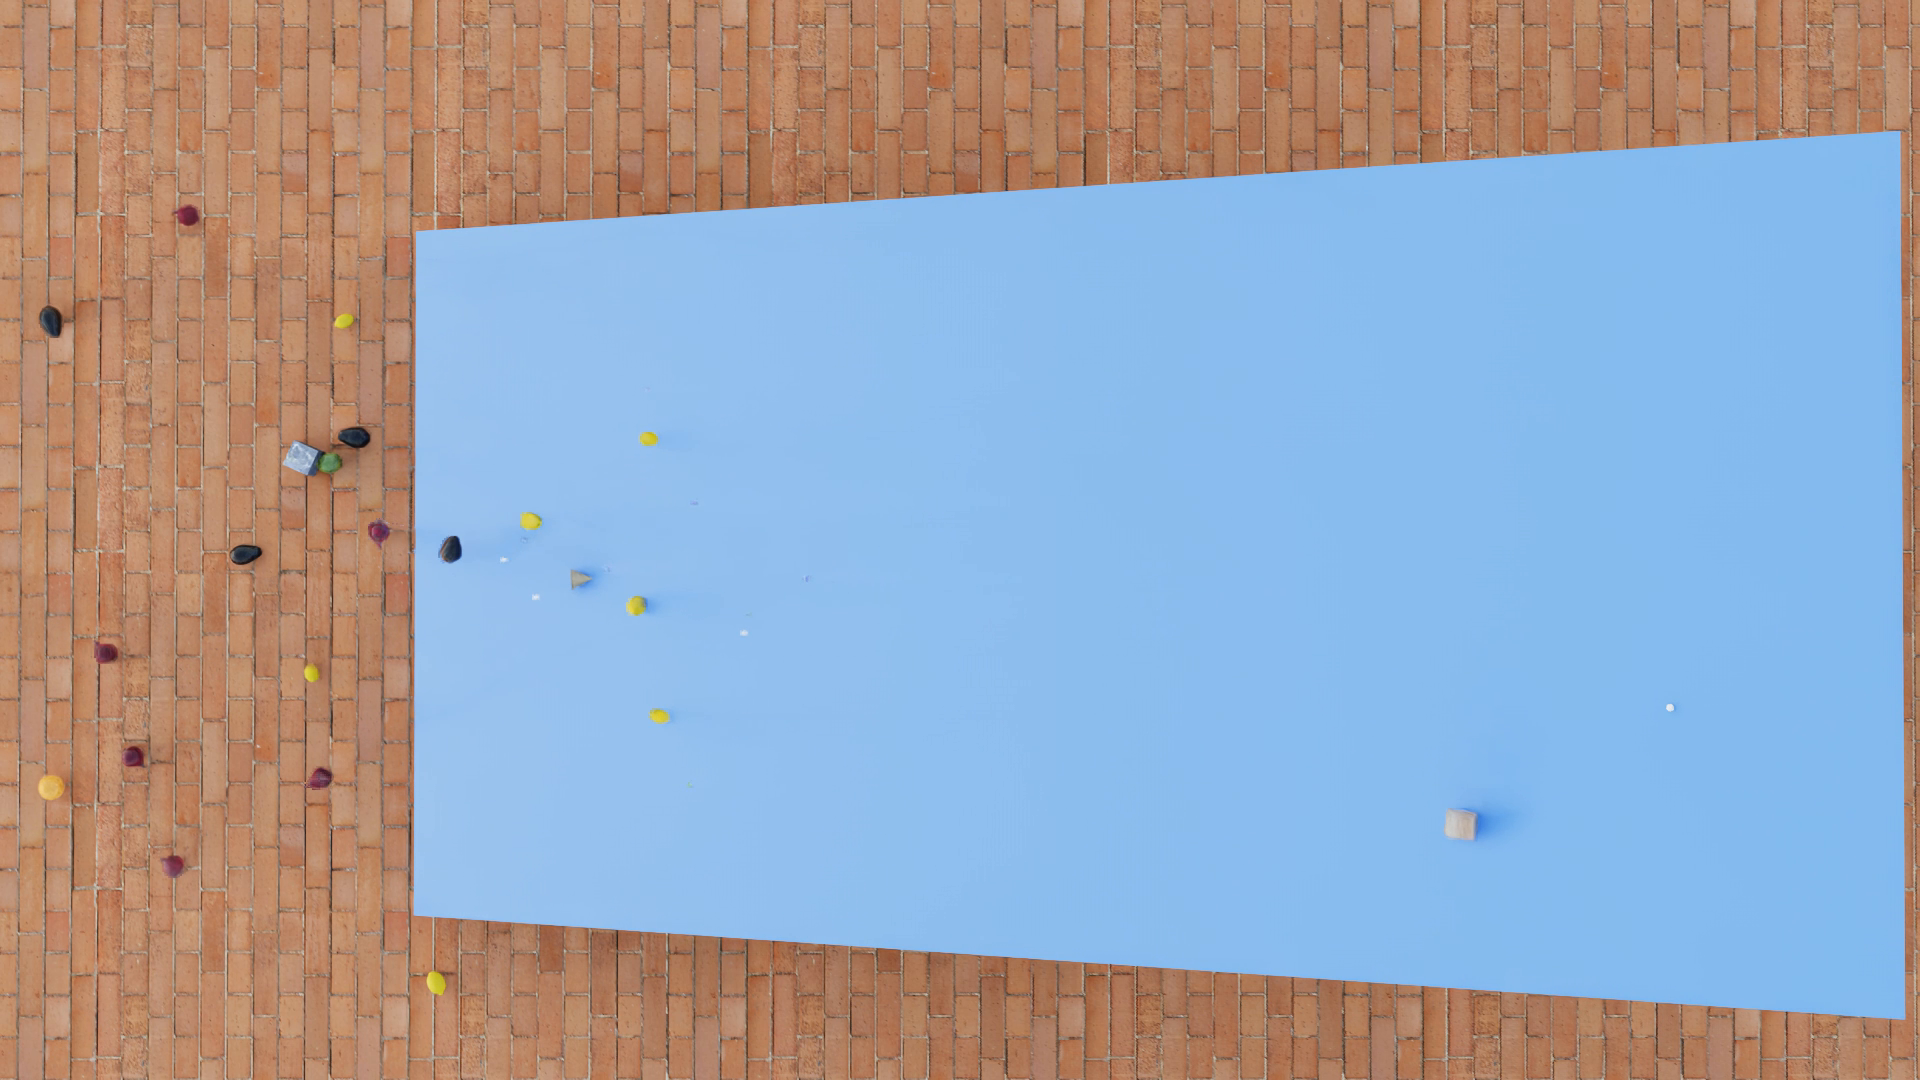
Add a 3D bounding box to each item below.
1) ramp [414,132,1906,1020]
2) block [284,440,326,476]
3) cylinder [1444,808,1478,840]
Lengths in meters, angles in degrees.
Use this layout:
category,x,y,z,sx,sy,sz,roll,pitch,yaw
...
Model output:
category,x,y,z,sx,sy,sz,roll,pitch,yaw
ramp,0.283,0.087,5.737,4.000,0.100,2.000,0,89,22
block,-1.935,-0.241,6.489,0.078,0.078,0.078,24,89,0
cylinder,1.202,0.682,5.272,0.068,0.068,0.068,5,89,22
